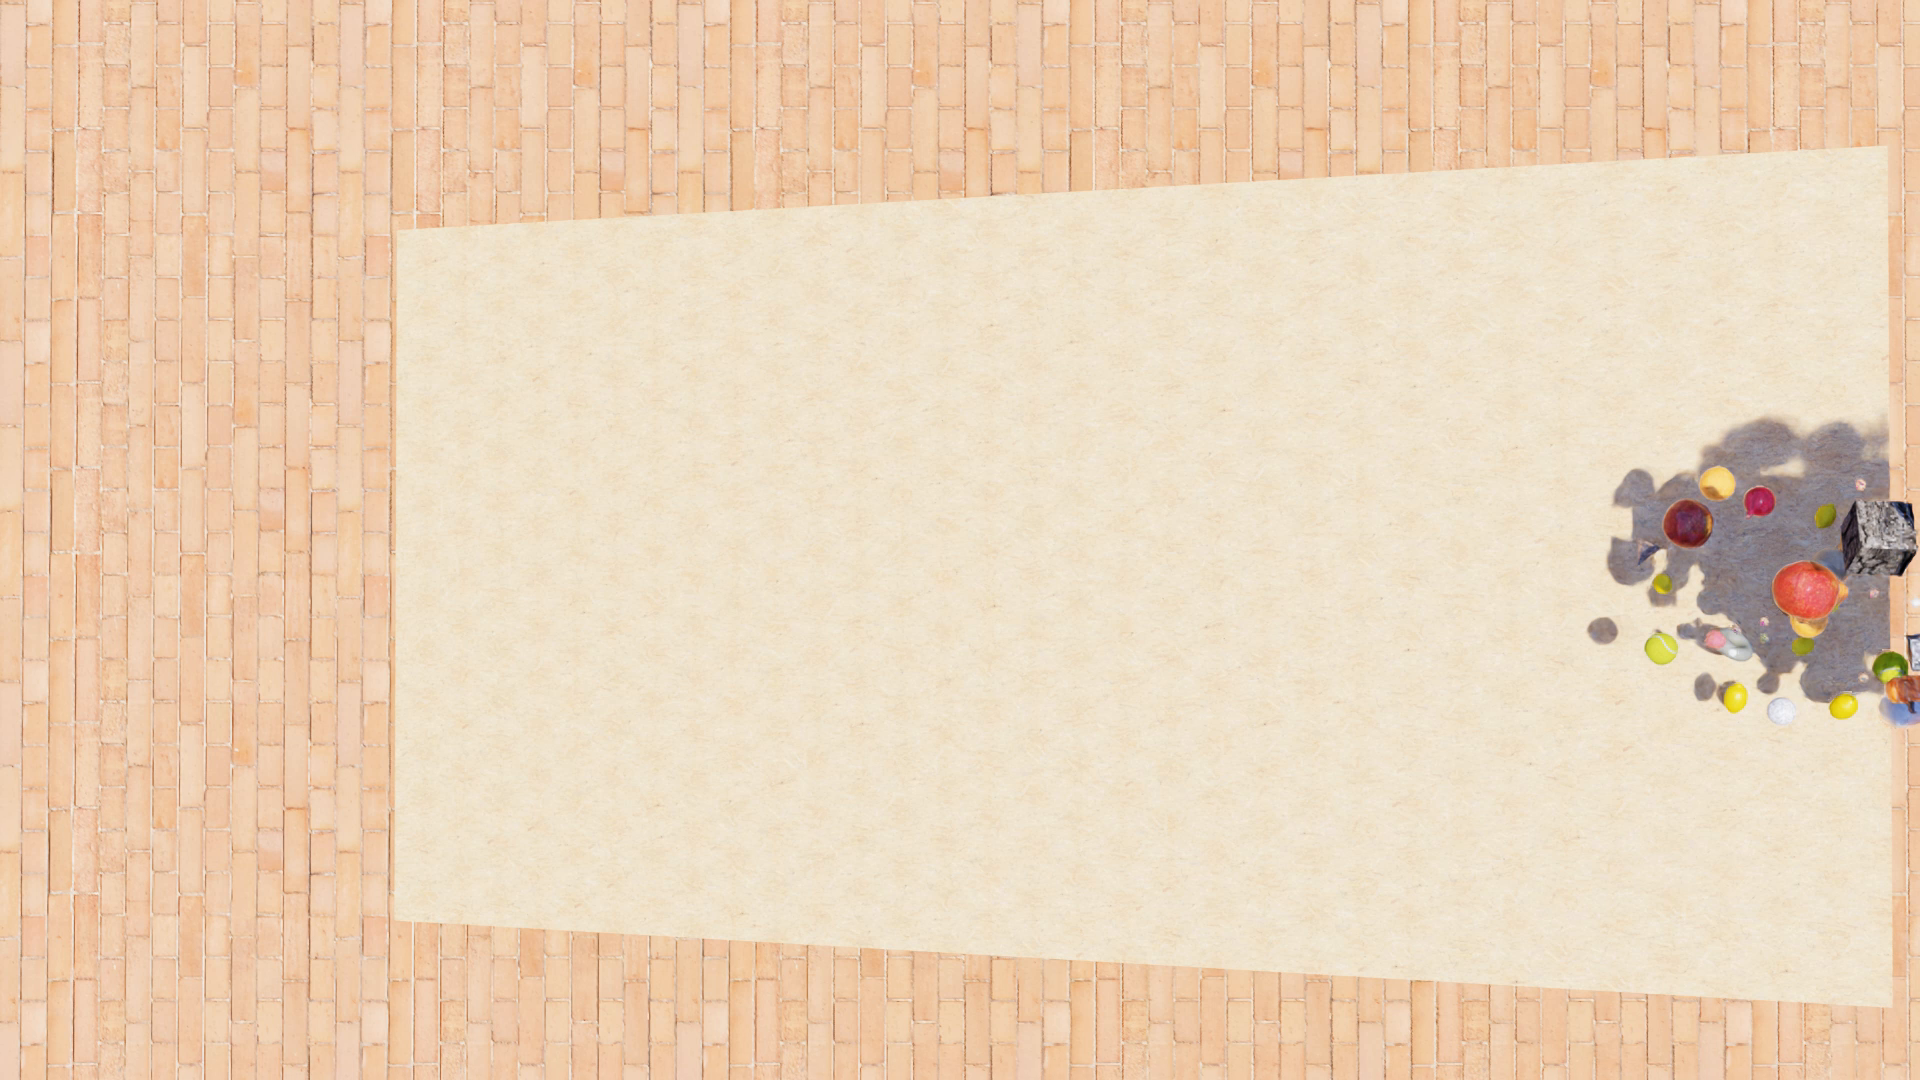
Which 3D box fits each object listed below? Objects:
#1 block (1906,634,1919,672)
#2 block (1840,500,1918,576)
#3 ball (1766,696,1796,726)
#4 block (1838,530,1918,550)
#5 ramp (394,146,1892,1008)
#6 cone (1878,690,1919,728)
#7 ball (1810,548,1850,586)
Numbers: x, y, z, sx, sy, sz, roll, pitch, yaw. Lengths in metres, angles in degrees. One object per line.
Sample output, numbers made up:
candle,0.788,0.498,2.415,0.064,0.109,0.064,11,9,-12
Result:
block,1.565,0.182,3.556,0.054,0.054,0.054,-5,93,19
block,1.558,-0.003,3.730,0.092,0.092,0.092,3,61,6
ball,1.798,0.375,4.812,0.063,0.063,0.063,0,89,0
block,1.878,-0.001,4.501,0.092,0.092,0.092,21,96,-18
ramp,0.277,0.092,5.784,4.000,0.100,2.000,0,89,19
cone,1.958,0.372,4.582,0.089,0.089,0.089,12,117,24
ball,1.873,0.058,4.730,0.084,0.084,0.084,0,89,0
